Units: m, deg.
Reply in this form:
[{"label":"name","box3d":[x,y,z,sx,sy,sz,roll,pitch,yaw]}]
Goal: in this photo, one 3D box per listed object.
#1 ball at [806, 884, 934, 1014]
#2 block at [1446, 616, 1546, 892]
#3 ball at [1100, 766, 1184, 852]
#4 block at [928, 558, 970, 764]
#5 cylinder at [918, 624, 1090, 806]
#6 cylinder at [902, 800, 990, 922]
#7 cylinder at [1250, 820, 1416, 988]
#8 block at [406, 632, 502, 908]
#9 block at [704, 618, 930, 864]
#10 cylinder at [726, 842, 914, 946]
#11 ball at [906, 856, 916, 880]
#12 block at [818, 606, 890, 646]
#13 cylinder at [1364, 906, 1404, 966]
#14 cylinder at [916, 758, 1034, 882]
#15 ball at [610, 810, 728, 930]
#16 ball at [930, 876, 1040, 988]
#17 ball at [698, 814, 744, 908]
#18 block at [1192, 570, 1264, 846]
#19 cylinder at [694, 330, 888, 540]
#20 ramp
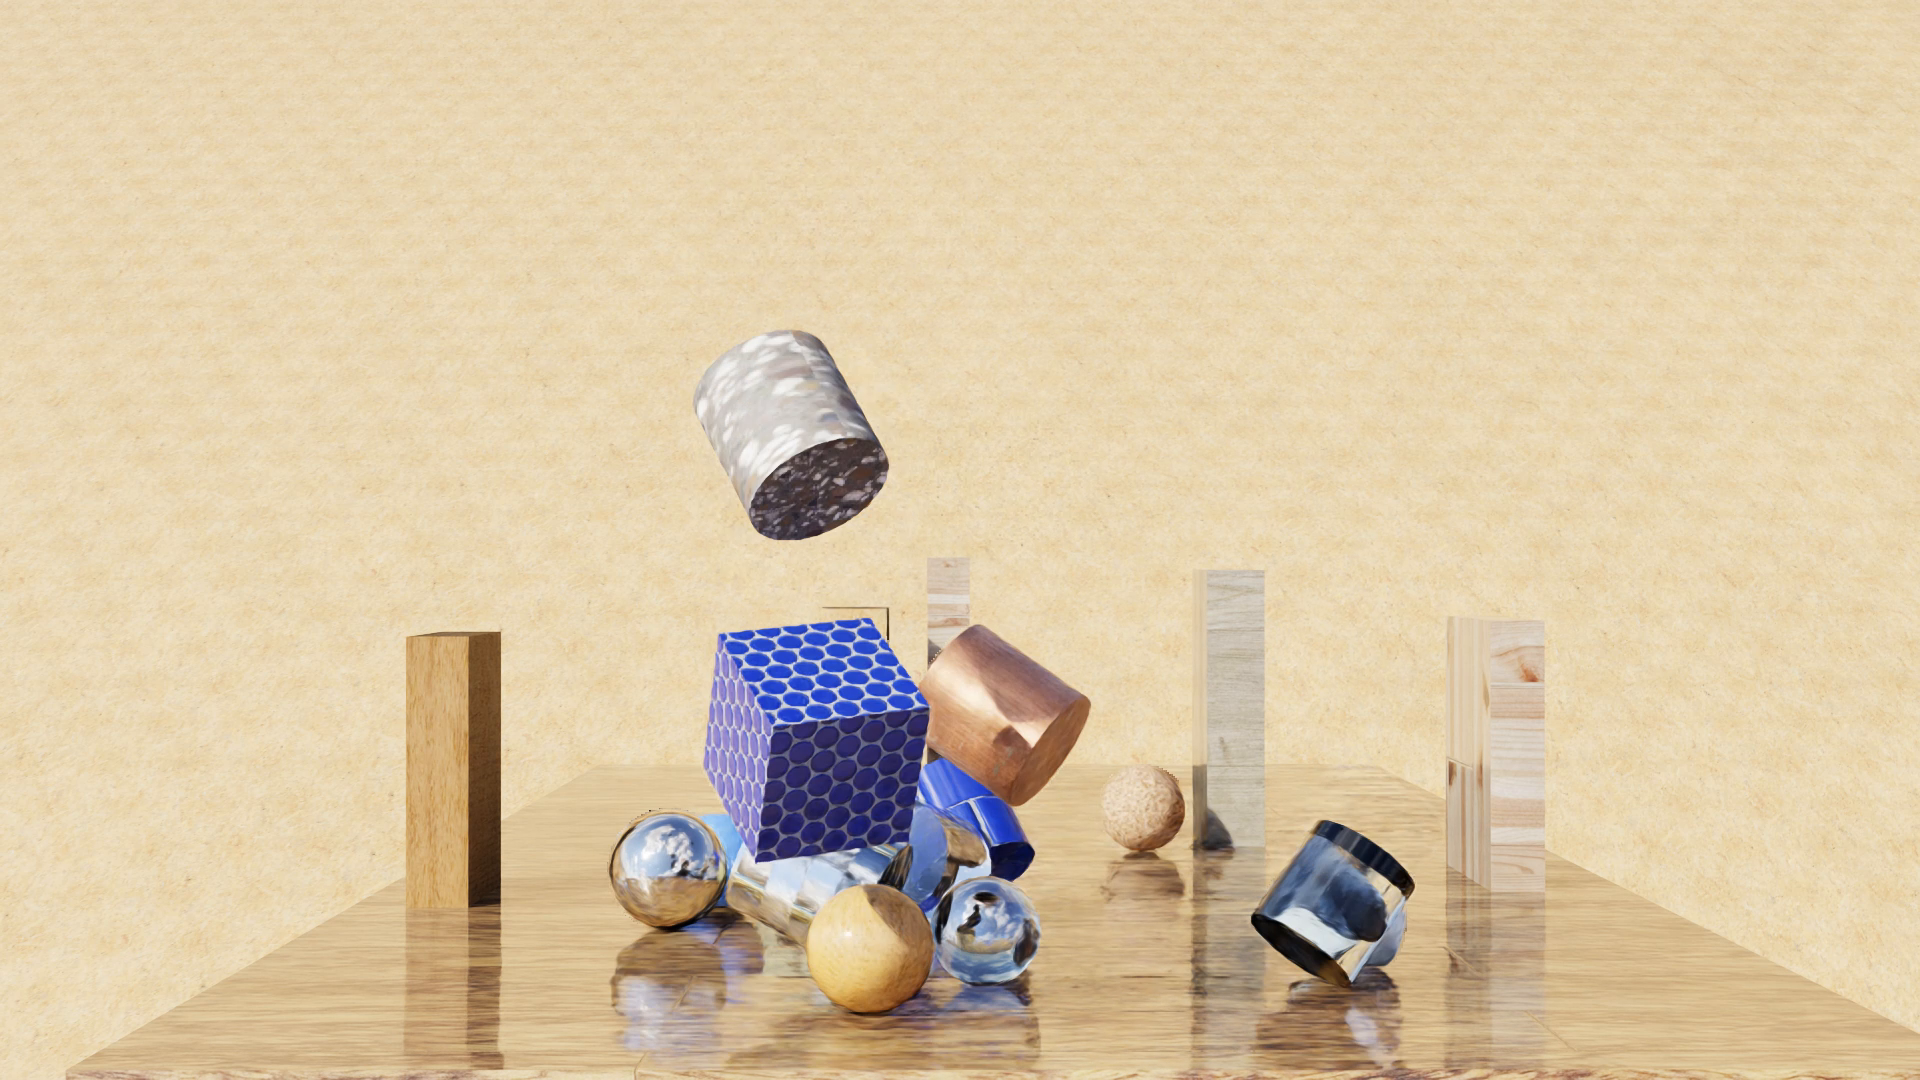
[{"label":"ball","box3d":[-0.105,0.478,3.028,0.151,0.151,0.151,0,31,0]},{"label":"block","box3d":[0.890,0.346,4.321,0.087,0.432,0.380,0,0,0]},{"label":"ball","box3d":[0.331,0.488,4.701,0.154,0.154,0.154,0,31,0]},{"label":"block","box3d":[-0.024,0.305,5.682,0.090,0.534,0.274,0,0,0]},{"label":"cylinder","box3d":[0.046,0.211,3.121,0.159,0.159,0.159,34,42,19]},{"label":"cylinder","box3d":[-0.063,0.458,3.692,0.165,0.165,0.165,17,-7,25]},{"label":"cylinder","box3d":[0.462,0.451,3.211,0.147,0.147,0.147,25,69,35]},{"label":"block","box3d":[-0.797,0.355,4.087,0.095,0.412,0.283,0,0,0]},{"label":"block","box3d":[-0.159,0.215,2.818,0.178,0.178,0.178,-5,33,-24]},{"label":"cylinder","box3d":[-0.177,0.424,3.278,0.174,0.174,0.174,26,37,13]},{"label":"ball","box3d":[-0.155,0.472,3.963,0.176,0.176,0.176,0,31,0]},{"label":"block","box3d":[-0.221,0.356,5.447,0.138,0.428,0.257,0,0,0]},{"label":"cylinder","box3d":[0.498,0.492,3.352,0.111,0.111,0.111,9,27,-22]},{"label":"cylinder","box3d":[0.004,0.431,3.872,0.163,0.163,0.163,-14,58,-22]},{"label":"ball","box3d":[-0.418,0.473,3.719,0.169,0.169,0.169,0,31,0]},{"label":"ball","box3d":[0.032,0.486,3.215,0.137,0.137,0.137,0,31,0]},{"label":"ball","box3d":[-0.371,0.488,3.953,0.143,0.143,0.143,0,31,0]},{"label":"block","box3d":[0.508,0.312,4.923,0.107,0.510,0.299,0,0,0]},{"label":"cylinder","box3d":[-0.184,-0.113,2.804,0.162,0.162,0.162,-15,56,-23]},{"label":"ramp","box3d":[0.069,0.615,4.691,2.000,0.100,4.000,0,0,0]}]
